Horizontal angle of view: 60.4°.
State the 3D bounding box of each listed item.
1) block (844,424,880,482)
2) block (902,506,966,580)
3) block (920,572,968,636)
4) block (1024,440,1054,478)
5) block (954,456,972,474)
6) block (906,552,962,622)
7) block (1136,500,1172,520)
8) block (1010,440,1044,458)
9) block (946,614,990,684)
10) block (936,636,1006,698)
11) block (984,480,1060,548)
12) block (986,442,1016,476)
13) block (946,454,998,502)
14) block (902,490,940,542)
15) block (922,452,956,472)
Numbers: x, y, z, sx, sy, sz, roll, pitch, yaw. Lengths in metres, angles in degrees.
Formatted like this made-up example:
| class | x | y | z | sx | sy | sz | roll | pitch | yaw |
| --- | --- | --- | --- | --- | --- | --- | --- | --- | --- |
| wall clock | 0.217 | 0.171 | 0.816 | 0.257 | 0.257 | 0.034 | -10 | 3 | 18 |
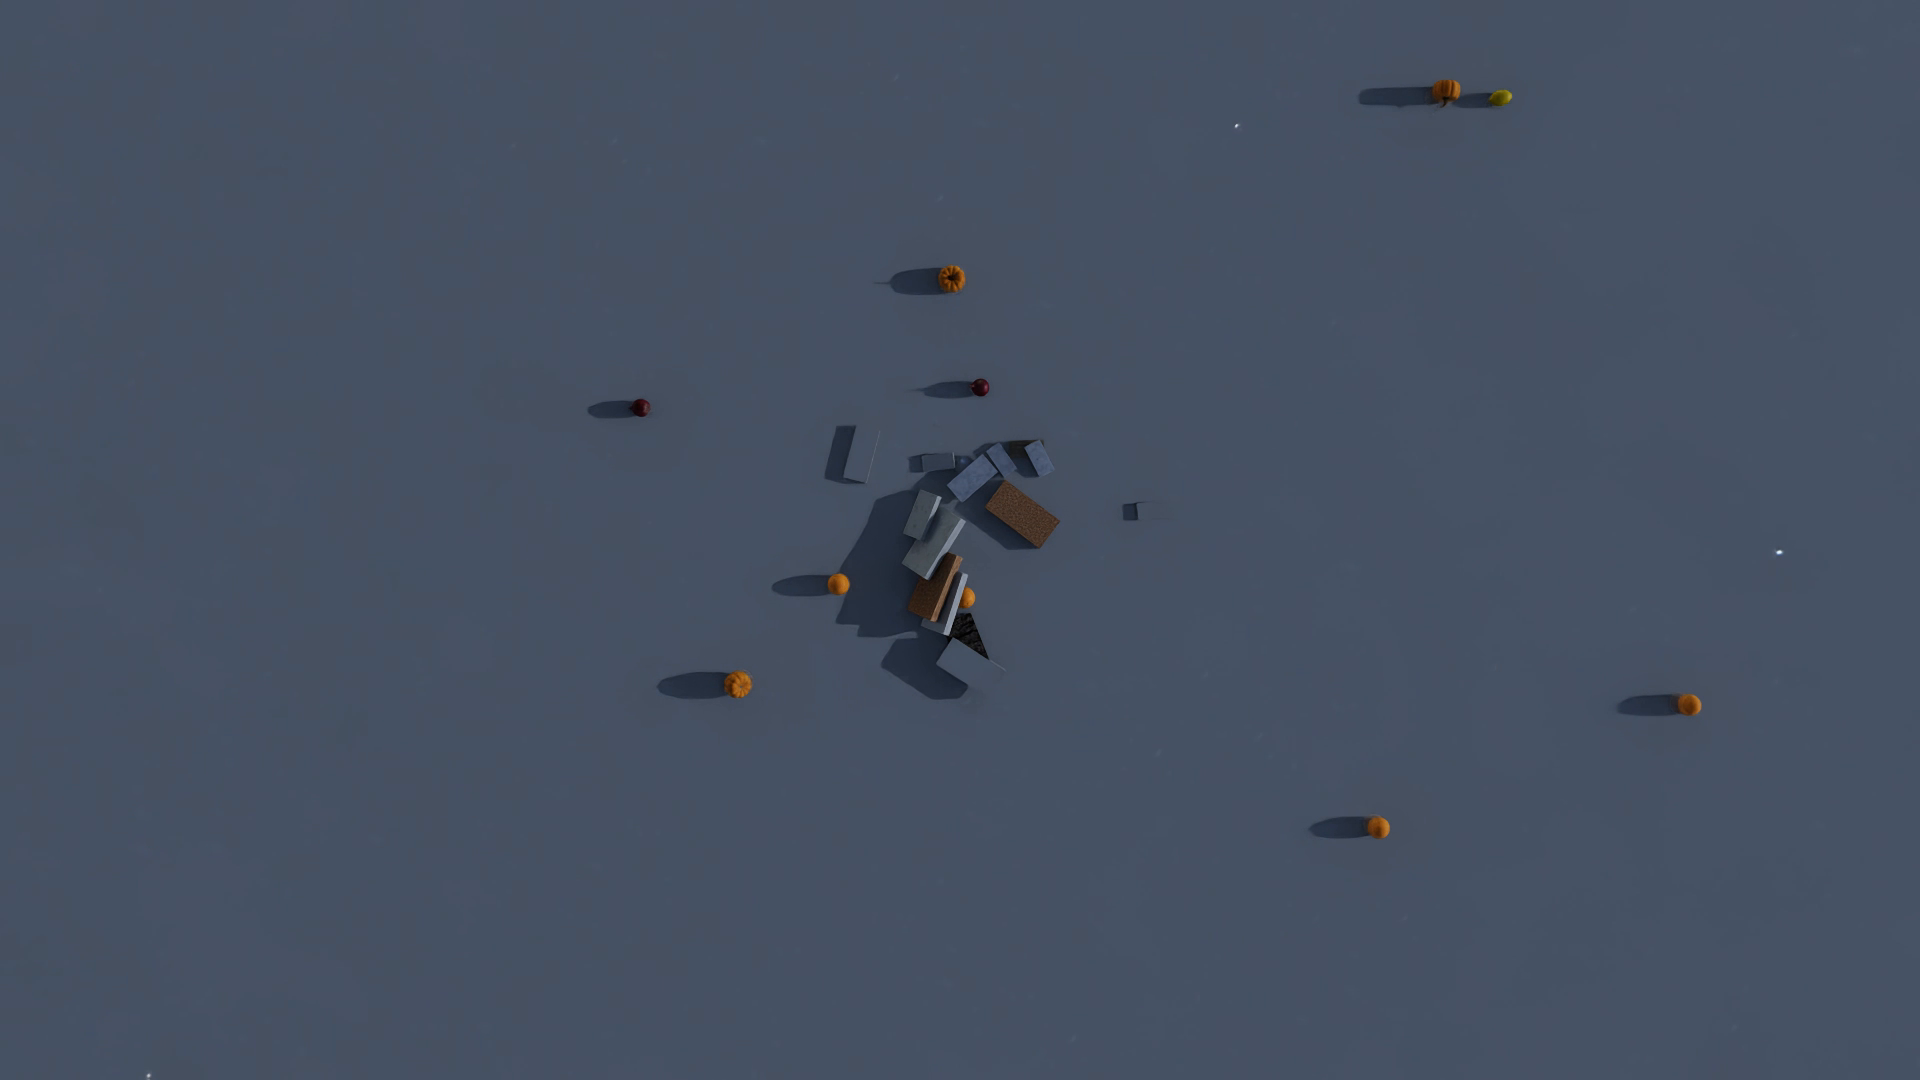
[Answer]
| class | x | y | z | sx | sy | sz | roll | pitch | yaw |
| --- | --- | --- | --- | --- | --- | --- | --- | --- | --- |
| block | -0.327 | -0.286 | 5.489 | 0.079 | 0.022 | 0.180 | 15 | 90 | 0 |
| block | -0.087 | 0.008 | 5.452 | 0.115 | 0.033 | 0.230 | 32 | 90 | 38 |
| block | -0.052 | 0.200 | 5.454 | 0.105 | 0.030 | 0.210 | 18 | 90 | 41 |
| block | 0.265 | -0.271 | 5.477 | 0.057 | 0.016 | 0.114 | -27 | 103 | 6 |
| block | 0.034 | -0.221 | 5.492 | 0.053 | 0.015 | 0.106 | -43 | 90 | 0 |
| block | -0.084 | 0.145 | 5.450 | 0.115 | 0.033 | 0.230 | 22 | 90 | 41 |
| block | 0.647 | -0.101 | 5.492 | 0.114 | 0.016 | 0.057 | -7 | 90 | 0 |
| block | 0.223 | -0.303 | 5.492 | 0.114 | 0.016 | 0.057 | -1 | 90 | 0 |
| block | 0.026 | 0.359 | 5.485 | 0.105 | 0.030 | 0.210 | -22 | 90 | 0 |
| block | 0.036 | 0.422 | 5.455 | 0.210 | 0.030 | 0.105 | 33 | 90 | 0 |
| block | 0.207 | -0.086 | 5.484 | 0.229 | 0.033 | 0.115 | 37 | 90 | 0 |
| block | 0.138 | -0.267 | 5.492 | 0.053 | 0.015 | 0.106 | -35 | 90 | 0 |
| block | 0.040 | -0.204 | 5.474 | 0.158 | 0.022 | 0.079 | -41 | 90 | 0 |
| block | -0.125 | -0.082 | 5.468 | 0.079 | 0.022 | 0.158 | 21 | 90 | 36 |
| block | -0.072 | -0.259 | 5.485 | 0.106 | 0.015 | 0.053 | -7 | 90 | 9 |
